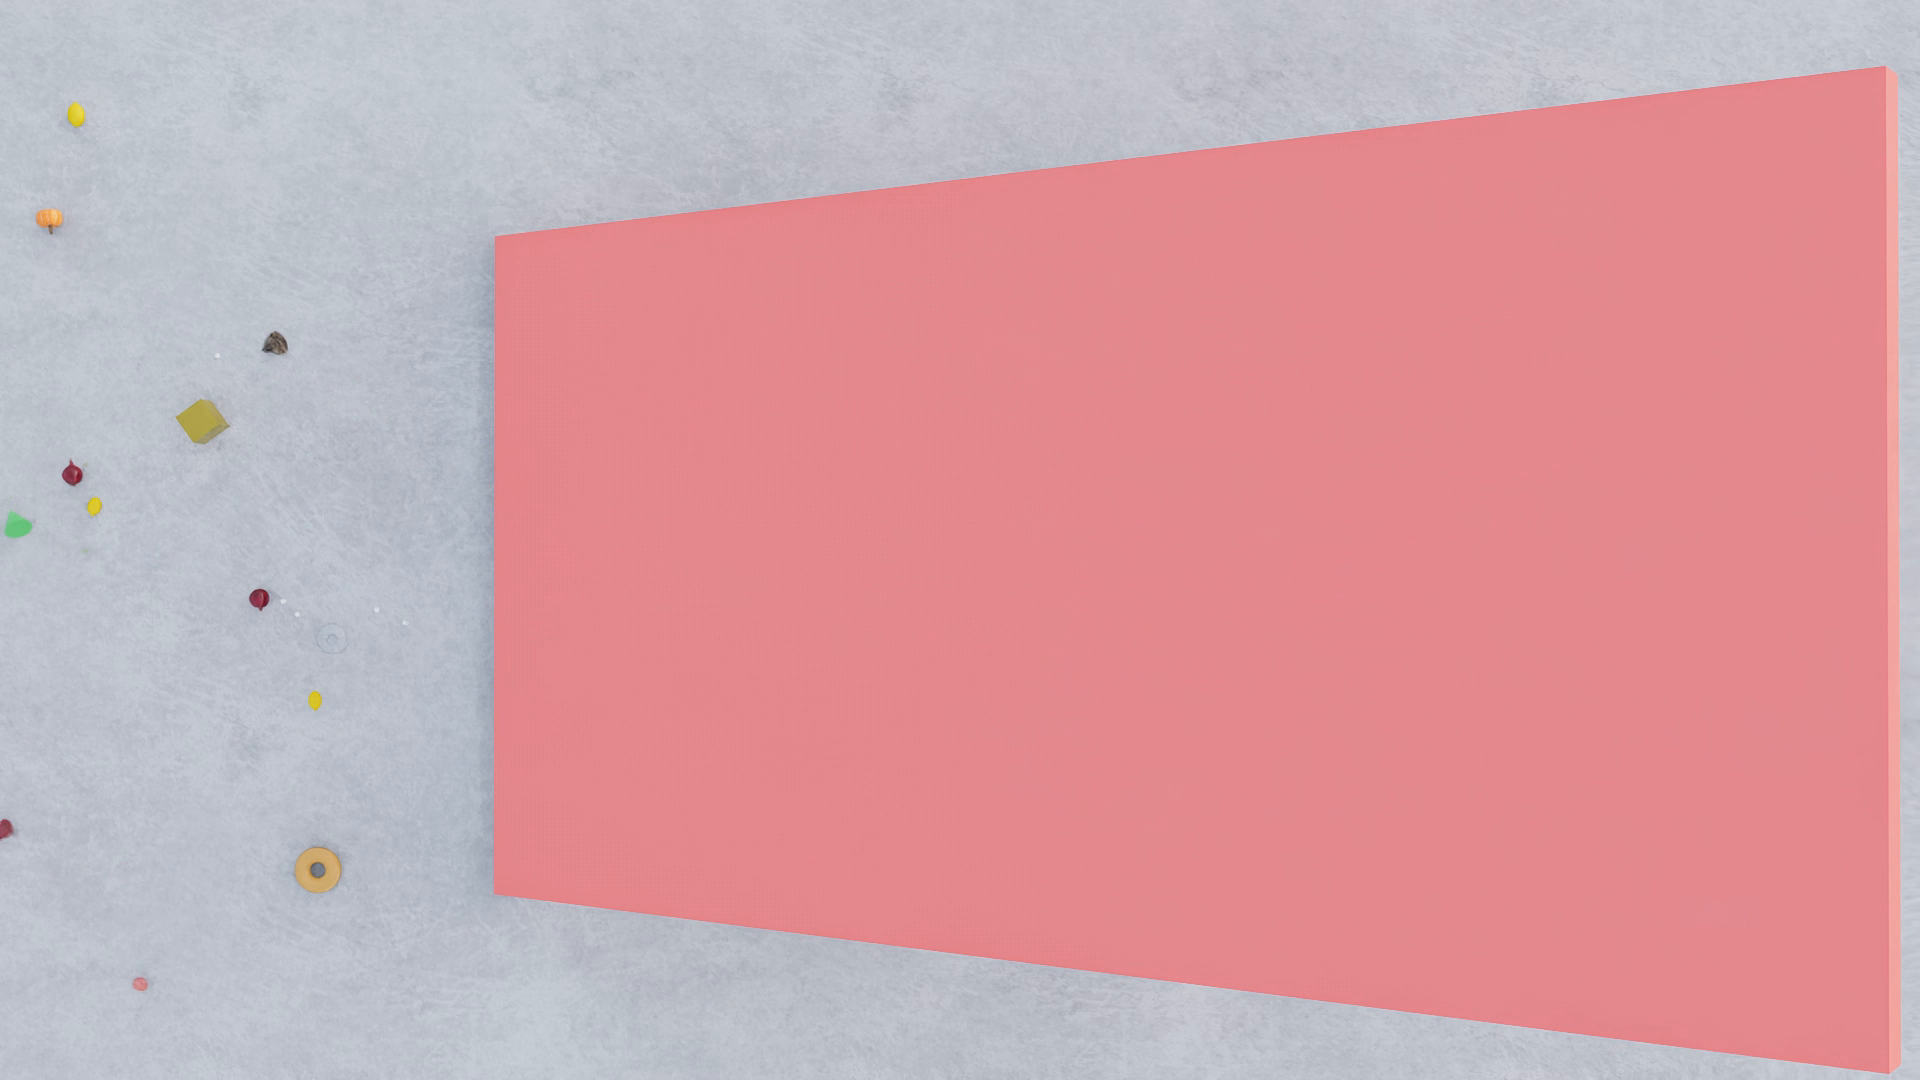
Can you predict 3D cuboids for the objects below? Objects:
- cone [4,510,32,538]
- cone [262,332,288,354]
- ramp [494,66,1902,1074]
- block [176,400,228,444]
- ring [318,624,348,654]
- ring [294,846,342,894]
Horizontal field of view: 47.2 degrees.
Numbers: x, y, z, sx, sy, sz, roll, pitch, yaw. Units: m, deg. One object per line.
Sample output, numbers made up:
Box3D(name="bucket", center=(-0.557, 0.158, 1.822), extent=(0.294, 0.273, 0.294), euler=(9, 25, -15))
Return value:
Box3D(name="cone", center=(-2.903, -0.063, 6.750), extent=(0.082, 0.082, 0.082), euler=(-34, 63, 0))
Box3D(name="cone", center=(-2.120, -0.591, 6.755), extent=(0.075, 0.075, 0.075), euler=(-20, 90, 26))
Box3D(name="ramp", center=(0.241, 0.067, 5.564), extent=(4.000, 0.100, 2.000), euler=(0, 89, 36))
Box3D(name="block", center=(-2.316, -0.361, 6.723), extent=(0.096, 0.096, 0.096), euler=(-36, 90, 0))
Box3D(name="ring", center=(-1.925, 0.304, 6.750), extent=(0.095, 0.032, 0.095), euler=(0, 89, -1))
Box3D(name="ring", center=(-1.967, 1.011, 6.737), extent=(0.142, 0.047, 0.142), euler=(0, 91, -1))
